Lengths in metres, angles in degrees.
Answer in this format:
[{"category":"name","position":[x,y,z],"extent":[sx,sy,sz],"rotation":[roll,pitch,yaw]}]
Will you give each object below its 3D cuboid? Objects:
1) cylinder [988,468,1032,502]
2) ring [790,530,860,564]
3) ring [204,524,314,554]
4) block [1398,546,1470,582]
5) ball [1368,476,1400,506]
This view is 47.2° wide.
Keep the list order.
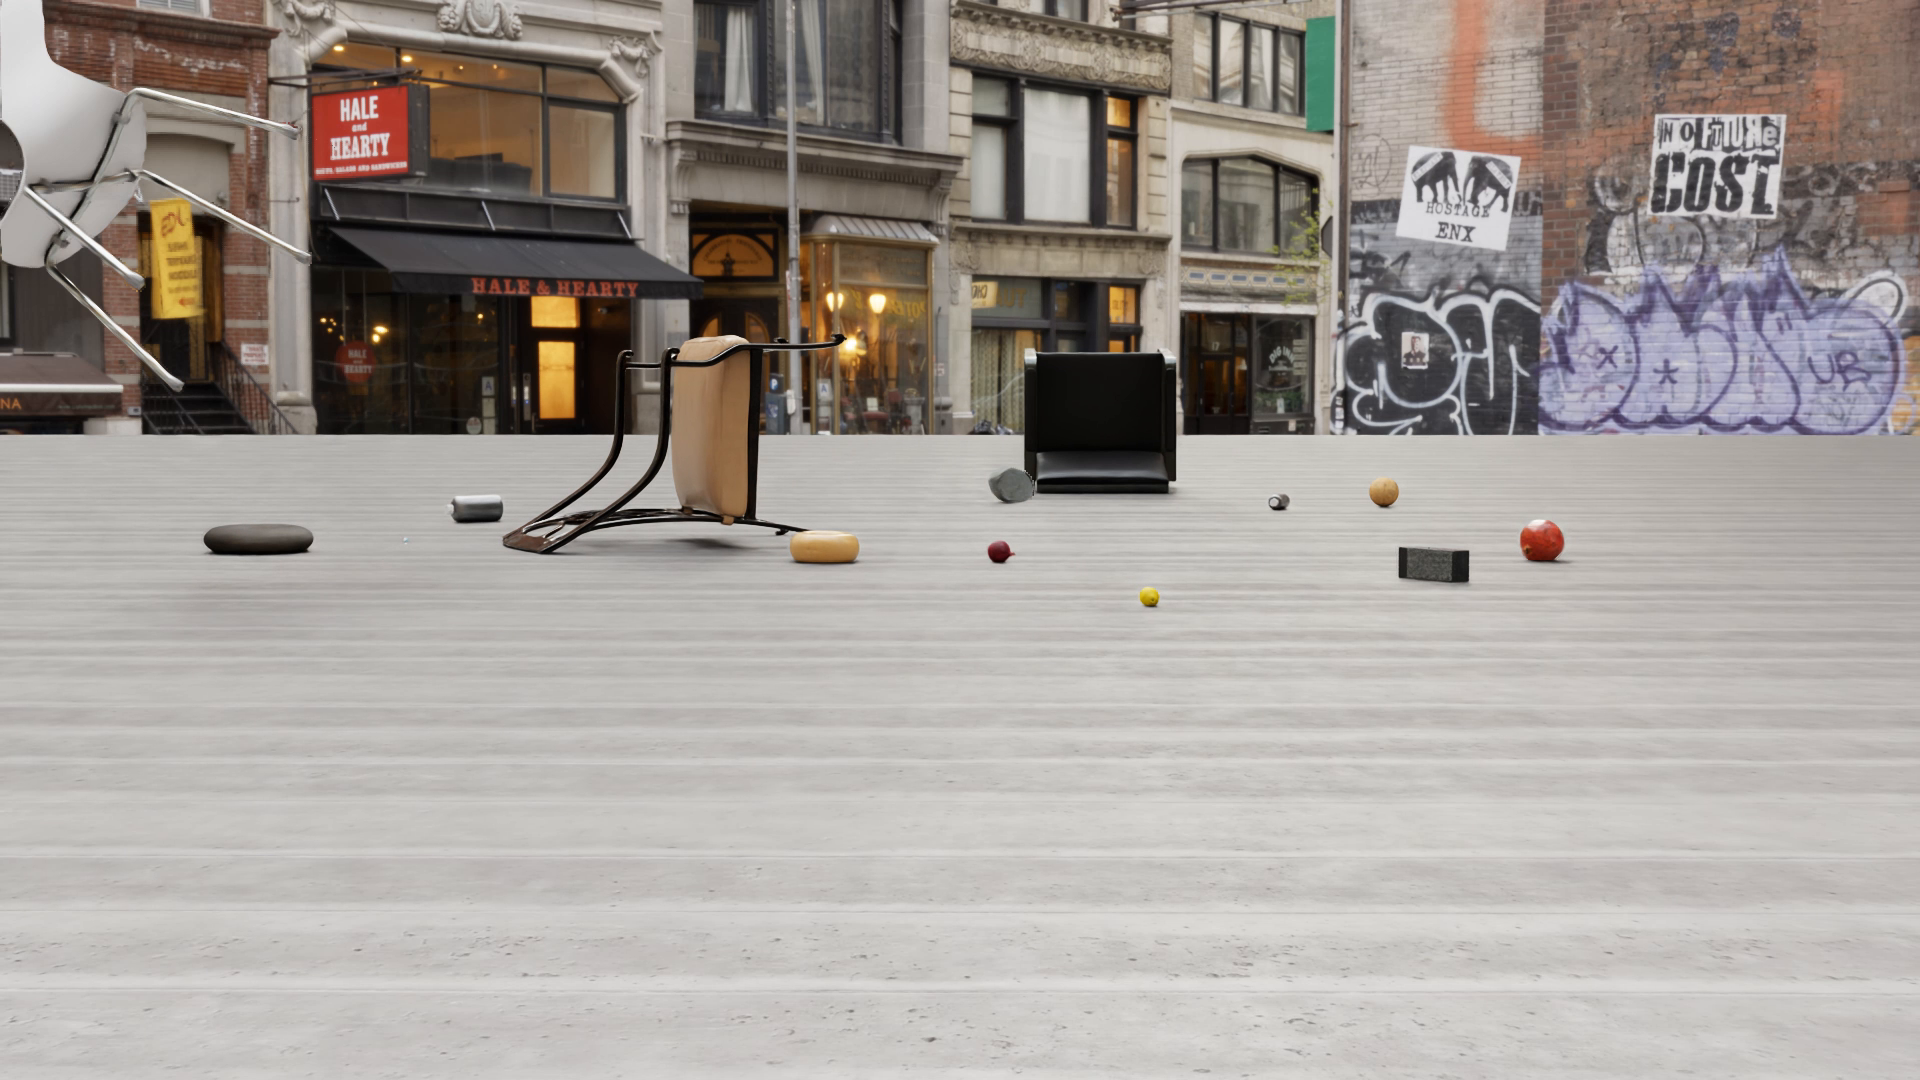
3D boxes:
[{"category":"cylinder","position":[0.201,-0.216,8.701],"extent":[0.159,0.129,0.082],"rotation":[29,-10,-26]},{"category":"ring","position":[-0.352,0.019,5.724],"extent":[0.186,0.076,0.161],"rotation":[3,6,21]},{"category":"ring","position":[-1.942,-0.003,6.090],"extent":[0.296,0.070,0.279],"rotation":[2,5,17]},{"category":"block","position":[1.116,0.057,5.184],"extent":[0.058,0.073,0.169],"rotation":[-3,5,-35]},{"category":"ball","position":[1.621,-0.184,8.406],"extent":[0.113,0.113,0.113],"rotation":[0,4,0]}]
